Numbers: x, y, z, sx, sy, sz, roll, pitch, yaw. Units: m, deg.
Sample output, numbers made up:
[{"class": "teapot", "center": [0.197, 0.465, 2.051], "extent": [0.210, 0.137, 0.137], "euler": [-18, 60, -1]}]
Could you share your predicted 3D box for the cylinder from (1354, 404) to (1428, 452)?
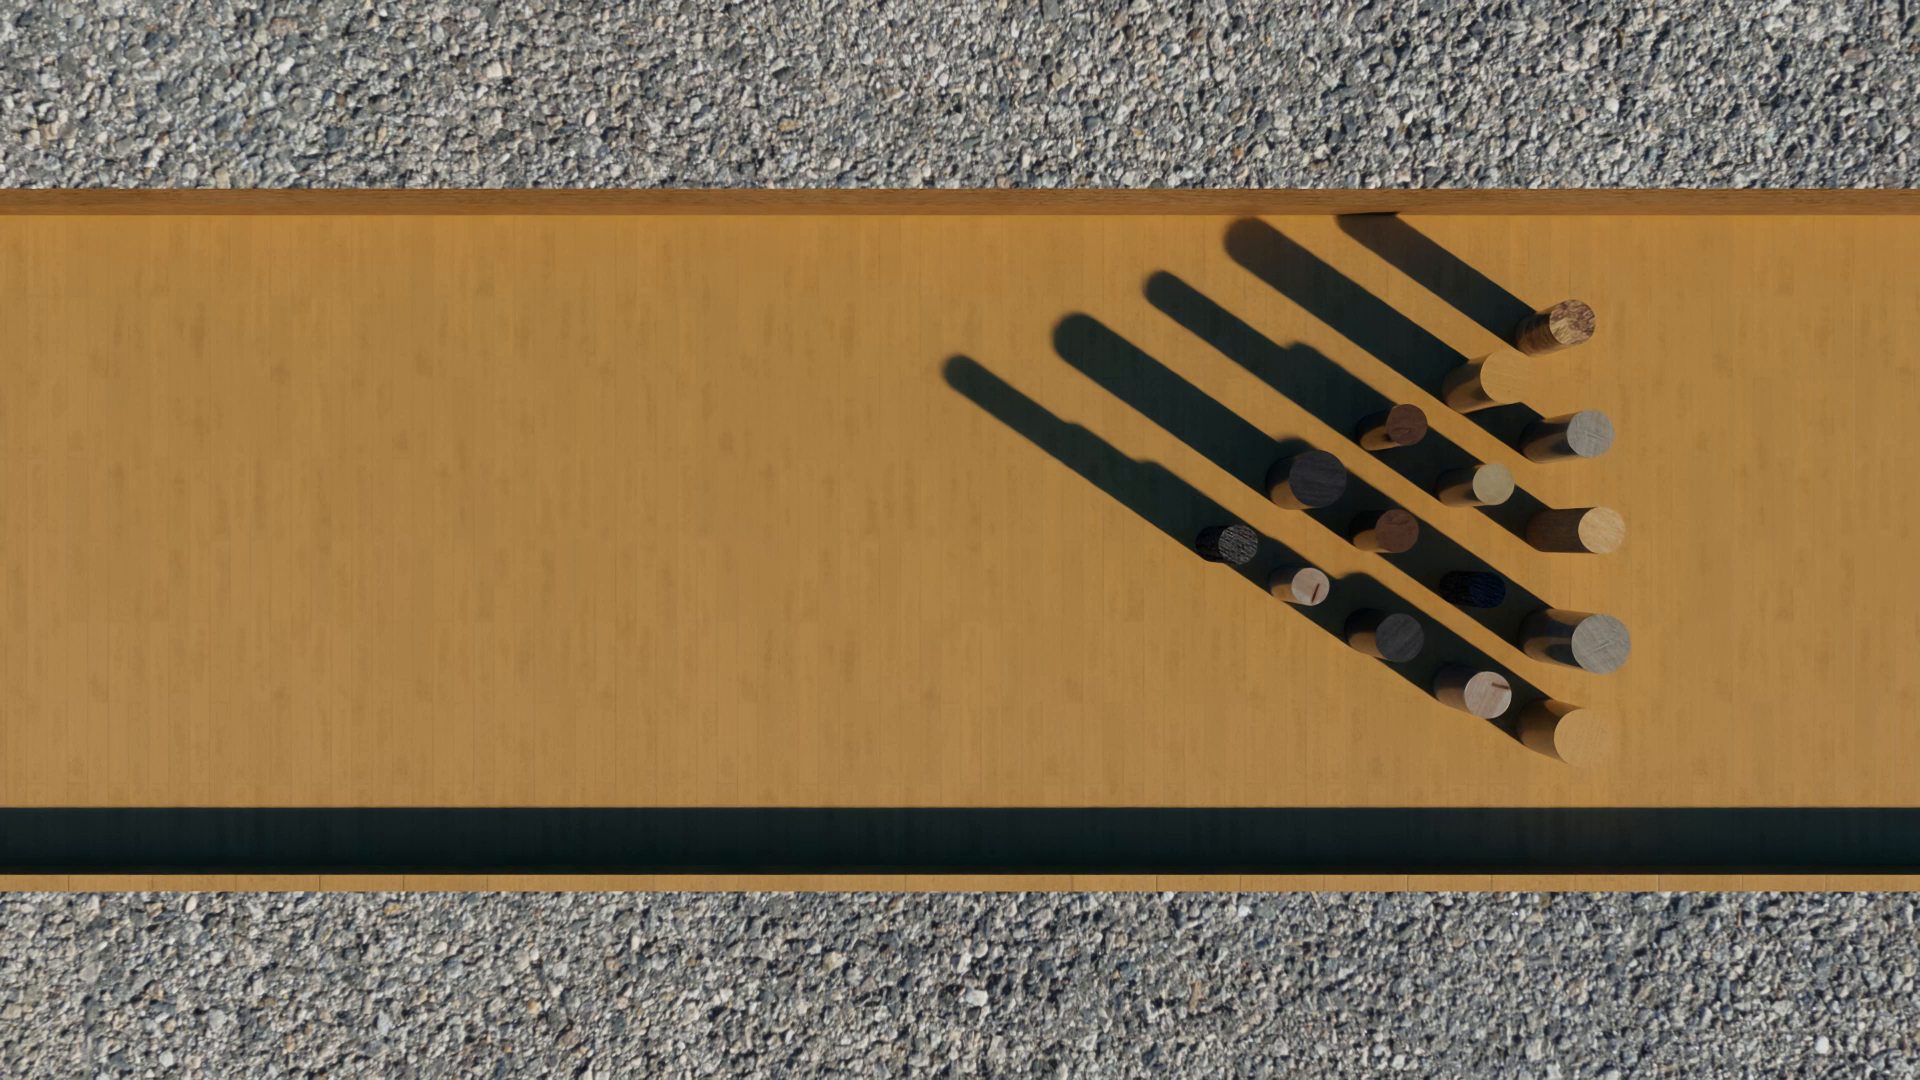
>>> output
[{"class": "cylinder", "center": [1.275, -0.329, 4.891], "extent": [0.119, 0.372, 0.119], "euler": [0, 90, 0]}]

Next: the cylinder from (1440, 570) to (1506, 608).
[{"class": "cylinder", "center": [1.527, 0.146, 4.925], "extent": [0.105, 0.302, 0.105], "euler": [0, 90, 0]}]

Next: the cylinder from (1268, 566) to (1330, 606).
[{"class": "cylinder", "center": [0.999, 0.133, 4.890], "extent": [0.108, 0.373, 0.108], "euler": [0, 90, 0]}]

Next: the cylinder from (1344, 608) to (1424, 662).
[{"class": "cylinder", "center": [1.251, 0.279, 4.884], "extent": [0.140, 0.385, 0.140], "euler": [0, 90, 0]}]

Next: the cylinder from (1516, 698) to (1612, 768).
[{"class": "cylinder", "center": [1.795, 0.571, 4.913], "extent": [0.170, 0.327, 0.170], "euler": [0, 90, 0]}]

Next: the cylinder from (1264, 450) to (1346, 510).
[{"class": "cylinder", "center": [1.020, -0.174, 4.889], "extent": [0.164, 0.374, 0.164], "euler": [0, 90, 0]}]

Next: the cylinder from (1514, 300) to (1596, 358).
[{"class": "cylinder", "center": [1.769, -0.628, 4.921], "extent": [0.134, 0.312, 0.134], "euler": [0, 90, 0]}]

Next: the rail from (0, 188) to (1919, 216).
[{"class": "rail", "center": [-2.247, -1.025, 5.002], "extent": [12.000, 0.150, 0.050], "euler": [0, 90, 0]}]

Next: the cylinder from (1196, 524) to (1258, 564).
[{"class": "cylinder", "center": [0.781, 0.013, 4.854], "extent": [0.111, 0.446, 0.111], "euler": [0, 90, 0]}]

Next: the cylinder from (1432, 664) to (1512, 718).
[{"class": "cylinder", "center": [1.520, 0.446, 4.913], "extent": [0.136, 0.326, 0.136], "euler": [0, 90, 0]}]

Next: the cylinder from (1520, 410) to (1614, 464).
[{"class": "cylinder", "center": [1.789, -0.302, 4.878], "extent": [0.136, 0.398, 0.136], "euler": [0, 90, 0]}]

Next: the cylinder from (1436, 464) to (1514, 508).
[{"class": "cylinder", "center": [1.521, -0.159, 4.890], "extent": [0.119, 0.374, 0.119], "euler": [0, 90, 0]}]

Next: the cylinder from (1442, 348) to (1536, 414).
[{"class": "cylinder", "center": [1.560, -0.466, 4.885], "extent": [0.158, 0.382, 0.158], "euler": [0, 90, 0]}]

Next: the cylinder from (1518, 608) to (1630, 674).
[{"class": "cylinder", "center": [1.801, 0.293, 4.854], "extent": [0.168, 0.445, 0.168], "euler": [0, 90, 0]}]

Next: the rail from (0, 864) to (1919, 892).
[{"class": "rail", "center": [-2.247, 1.025, 5.001], "extent": [12.000, 0.150, 0.050], "euler": [0, 90, 0]}]

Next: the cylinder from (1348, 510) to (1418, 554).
[{"class": "cylinder", "center": [1.259, -0.026, 4.914], "extent": [0.127, 0.325, 0.127], "euler": [0, 90, 0]}]

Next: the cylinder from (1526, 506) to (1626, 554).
[{"class": "cylinder", "center": [1.806, -0.027, 4.859], "extent": [0.132, 0.436, 0.132], "euler": [0, 90, 0]}]
